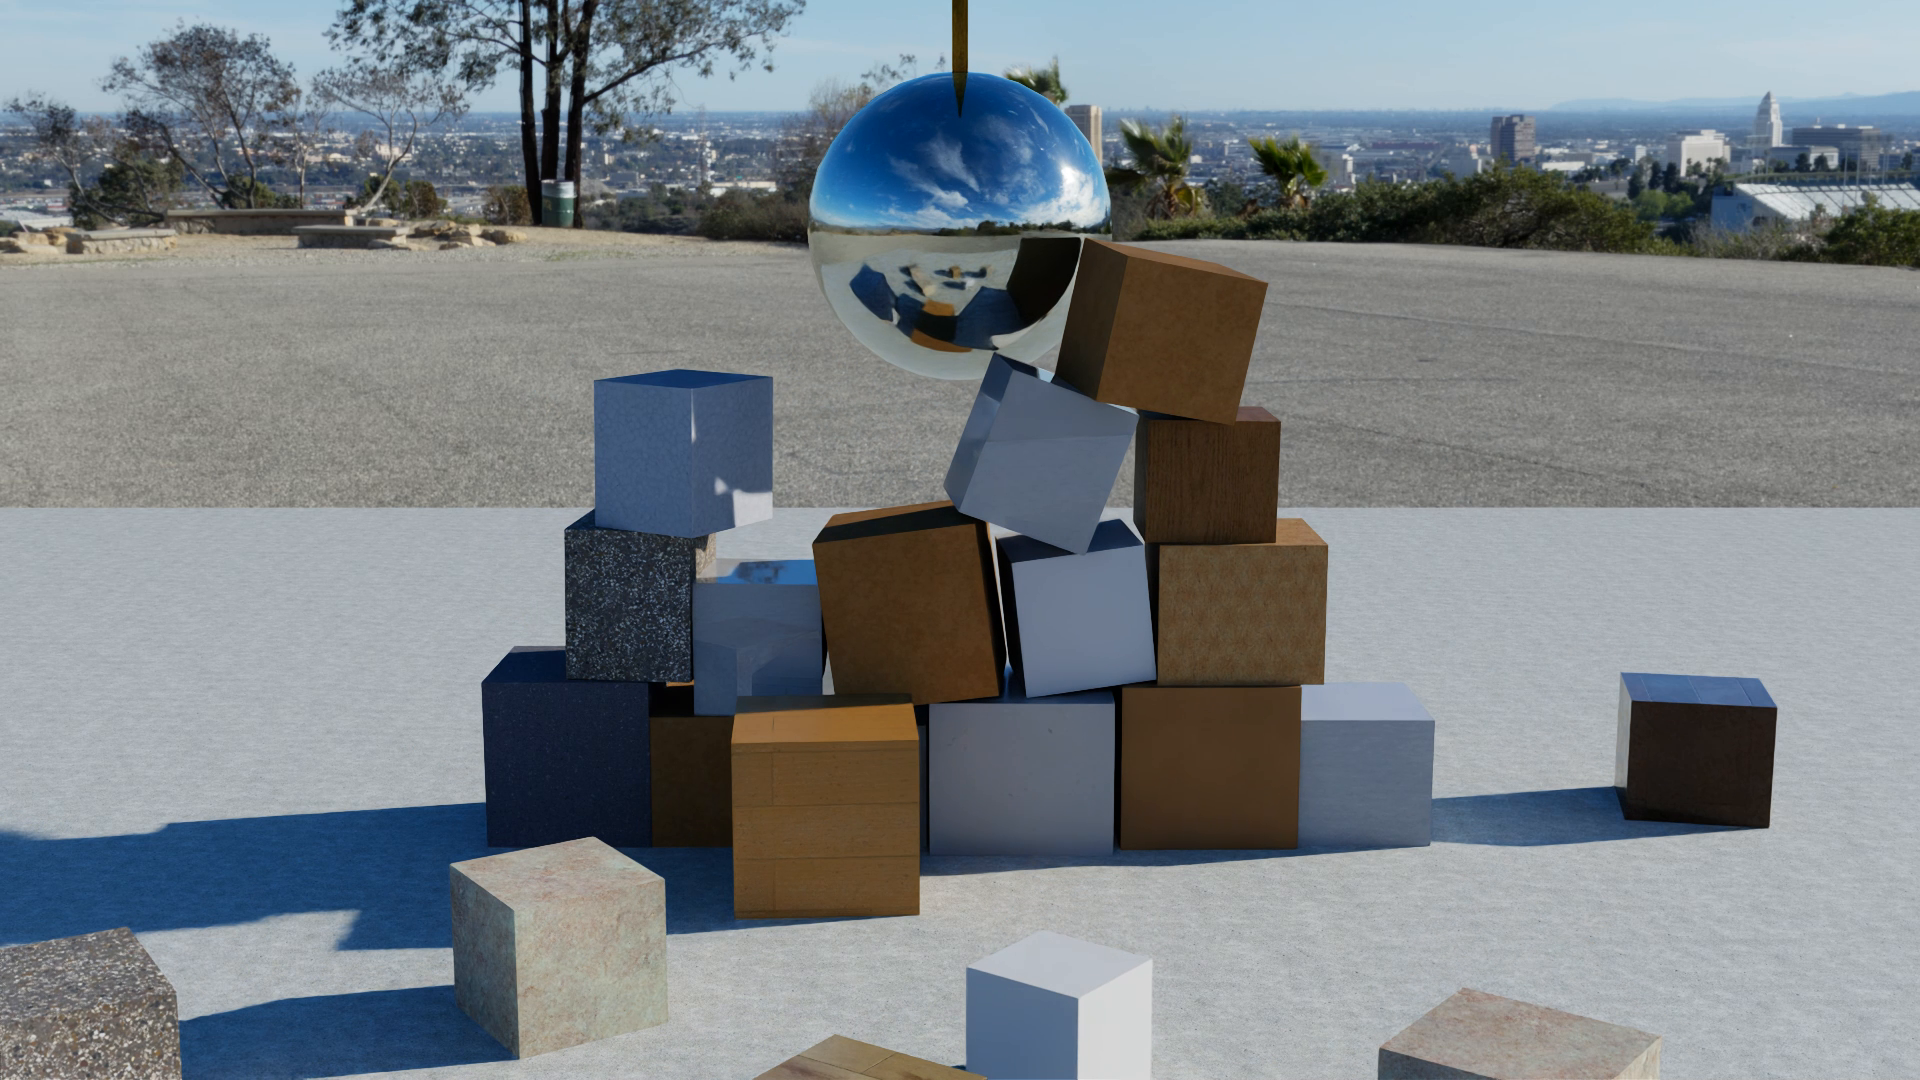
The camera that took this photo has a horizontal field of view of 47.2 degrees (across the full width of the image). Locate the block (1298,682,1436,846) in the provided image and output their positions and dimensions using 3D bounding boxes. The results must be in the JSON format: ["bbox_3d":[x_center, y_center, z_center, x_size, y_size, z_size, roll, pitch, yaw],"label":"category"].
[{"bbox_3d":[2.030,1.151,11.404,0.677,0.654,0.776,0,10,0],"label":"block"}]

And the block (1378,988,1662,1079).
[{"bbox_3d":[1.774,1.928,7.015,0.676,0.696,0.628,8,13,36],"label":"block"}]

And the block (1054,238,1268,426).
[{"bbox_3d":[0.975,-1.032,10.806,0.718,0.702,0.716,9,12,-16],"label":"block"}]

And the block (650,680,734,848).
[{"bbox_3d":[-1.213,1.144,11.392,0.664,0.673,0.790,0,10,0],"label":"block"}]

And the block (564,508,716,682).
[{"bbox_3d":[-1.619,0.267,11.221,0.627,0.755,0.702,2,10,4],"label":"block"}]

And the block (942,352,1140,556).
[{"bbox_3d":[0.390,-0.437,10.901,0.664,0.734,0.658,19,9,-11],"label":"block"}]

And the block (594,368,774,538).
[{"bbox_3d":[-1.380,-0.448,11.031,0.587,0.728,0.702,7,12,28],"label":"block"}]

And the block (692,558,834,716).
[{"bbox_3d":[-0.981,0.490,11.224,0.647,0.674,0.661,1,10,4],"label":"block"}]

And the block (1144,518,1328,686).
[{"bbox_3d":[1.391,0.304,11.252,0.829,0.706,0.786,0,10,-1],"label":"block"}]

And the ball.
[{"bbox_3d":[0.000,-1.632,11.484,1.600,1.600,1.600,0,10,0],"label":"ball"}]

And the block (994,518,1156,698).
[{"bbox_3d":[0.580,0.333,11.165,0.659,0.694,0.658,-8,13,-5],"label":"block"}]

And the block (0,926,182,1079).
[{"bbox_3d":[-3.168,1.836,7.572,0.779,0.678,0.738,-6,12,-32],"label":"block"}]

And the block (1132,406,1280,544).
[{"bbox_3d":[1.234,-0.338,11.091,0.649,0.608,0.579,1,11,-2],"label":"block"}]

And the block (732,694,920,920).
[{"bbox_3d":[-0.636,1.242,10.413,0.847,0.832,0.855,-1,10,-4],"label":"block"}]

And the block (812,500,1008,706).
[{"bbox_3d":[-0.236,0.314,11.115,0.801,0.862,0.811,-7,10,6],"label":"block"}]

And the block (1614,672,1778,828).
[{"bbox_3d":[3.894,1.106,11.686,0.718,0.644,0.634,2,11,11],"label":"block"}]

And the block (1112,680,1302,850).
[{"bbox_3d":[1.241,1.067,11.359,0.889,0.836,0.835,0,10,-1],"label":"block"}]

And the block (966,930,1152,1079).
[{"bbox_3d":[0.368,1.812,8.143,0.498,0.521,0.483,8,13,37],"label":"block"}]

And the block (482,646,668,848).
[{"bbox_3d":[-1.960,1.055,11.385,0.828,0.852,0.809,0,10,0],"label":"block"}]

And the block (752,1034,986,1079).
[{"bbox_3d":[-0.334,1.999,6.875,0.597,0.607,0.606,7,12,34],"label":"block"}]

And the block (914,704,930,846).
[{"bbox_3d":[-0.520,1.167,11.394,0.715,0.627,0.749,0,10,1],"label":"block"}]

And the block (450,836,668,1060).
[{"bbox_3d":[-1.625,1.631,8.900,0.639,0.606,0.663,-7,12,-34],"label":"block"}]

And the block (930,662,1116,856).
[{"bbox_3d":[0.310,1.107,11.297,0.912,0.780,0.890,0,10,1],"label":"block"}]

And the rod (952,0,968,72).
[{"bbox_3d":[0.000,-4.901,10.549,0.080,5.200,0.080,0,16,0],"label":"rod"}]
